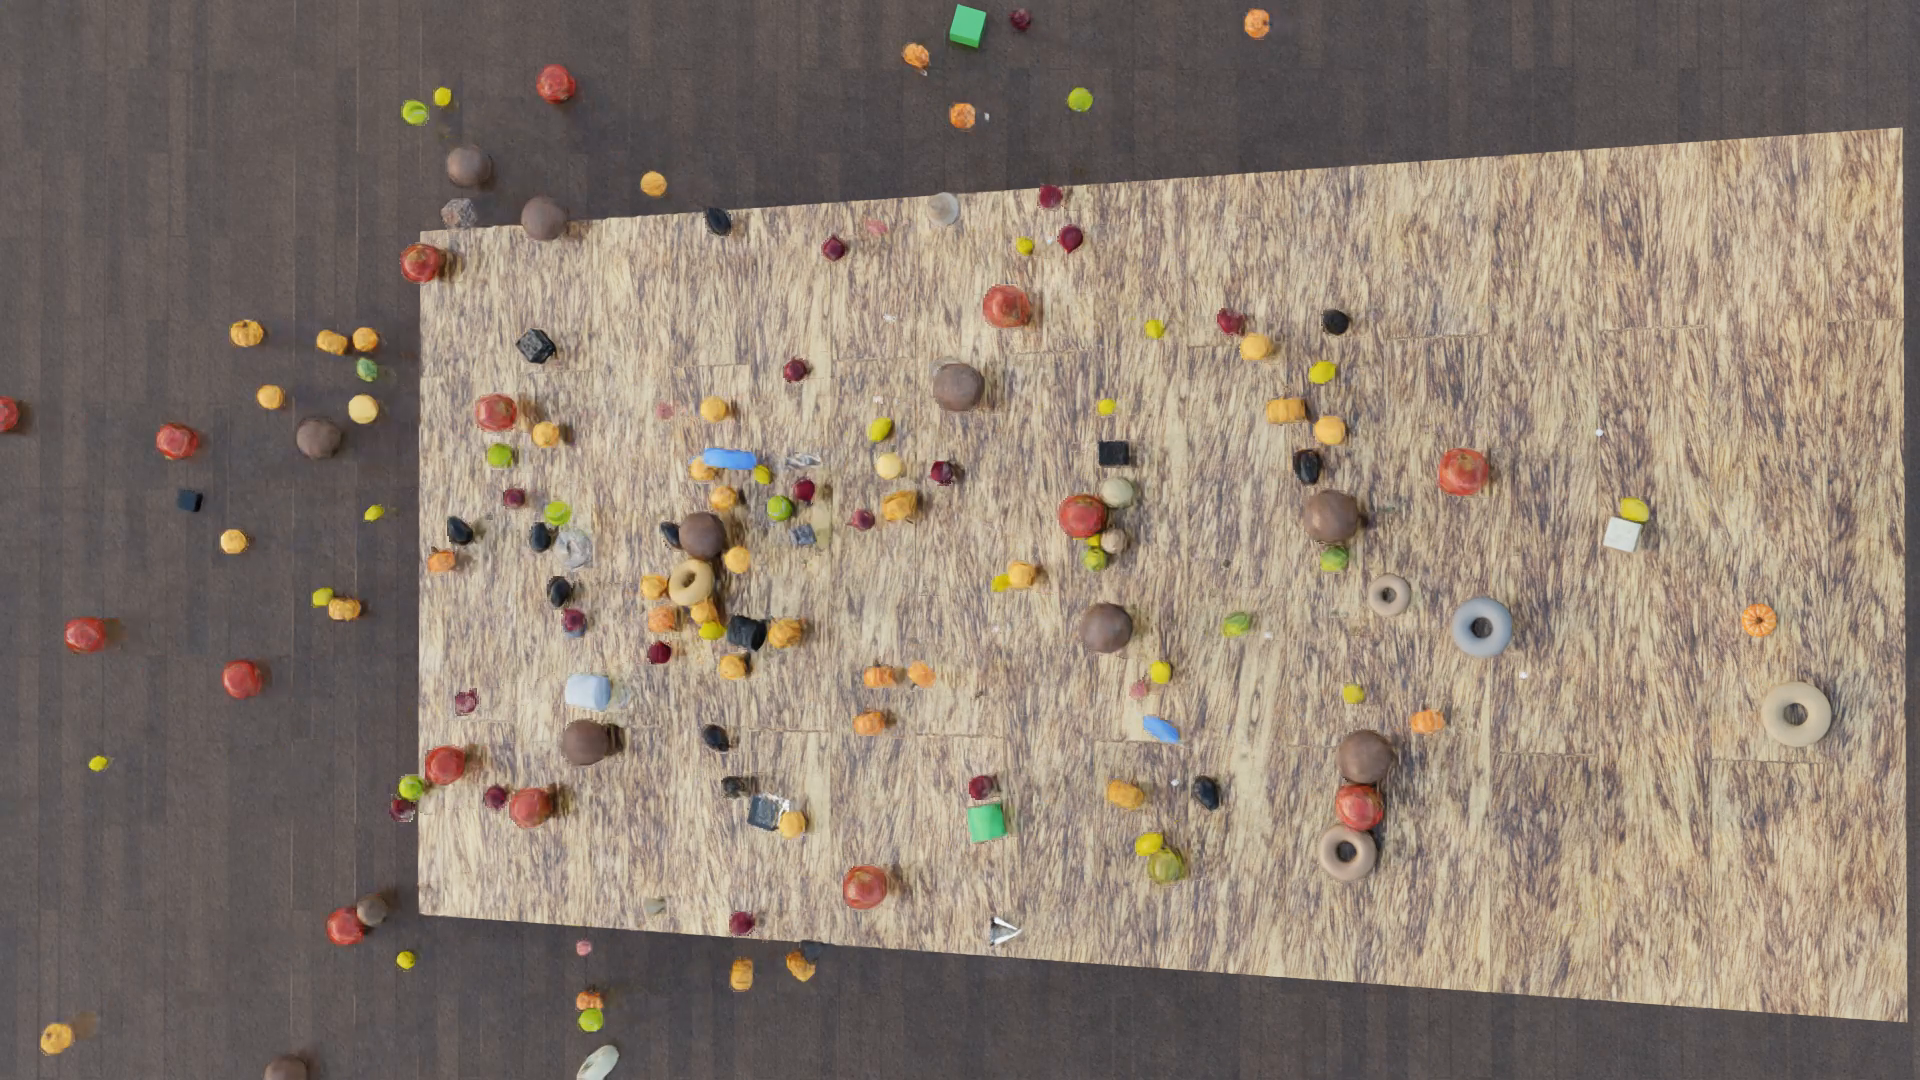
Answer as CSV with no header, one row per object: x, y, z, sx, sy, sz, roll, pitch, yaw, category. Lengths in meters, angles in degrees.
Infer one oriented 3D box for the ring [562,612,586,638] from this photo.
-1.092,0.239,6.225,0.077,0.026,0.077,0,91,22,ring

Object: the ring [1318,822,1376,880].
0.944,0.760,5.364,0.144,0.048,0.144,-1,88,22,ring

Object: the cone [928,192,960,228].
-0.061,-0.874,5.775,0.094,0.094,0.094,0,89,22,cone

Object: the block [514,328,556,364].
-1.208,-0.552,6.260,0.068,0.068,0.068,-44,74,16,block

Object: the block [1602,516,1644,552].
1.542,-0.012,5.115,0.068,0.068,0.068,16,96,22,block

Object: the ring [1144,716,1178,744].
0.506,0.476,5.521,0.097,0.097,0.032,34,79,0,ring

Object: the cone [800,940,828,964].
-0.385,1.097,5.922,0.069,0.069,0.069,-18,89,2,cone

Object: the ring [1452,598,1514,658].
1.246,0.209,5.246,0.146,0.049,0.146,0,90,22,ring

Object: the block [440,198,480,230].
-1.455,-0.947,6.397,0.065,0.065,0.065,6,47,30,block

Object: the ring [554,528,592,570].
-1.094,0.025,6.222,0.118,0.039,0.118,0,89,21,ring

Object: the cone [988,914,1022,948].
0.119,1.016,5.707,0.088,0.088,0.088,2,89,-4,cone

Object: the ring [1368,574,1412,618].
1.043,0.134,5.338,0.106,0.035,0.106,-2,87,26,ring

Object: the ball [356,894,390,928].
-1.718,1.084,6.440,0.097,0.097,0.097,0,89,0,ball

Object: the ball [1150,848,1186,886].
0.520,0.820,5.515,0.091,0.091,0.091,0,89,0,ball

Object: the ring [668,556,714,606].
-0.738,0.112,6.040,0.150,0.150,0.050,-51,132,-1,ring

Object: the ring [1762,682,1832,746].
1.892,0.394,4.975,0.149,0.050,0.149,-1,88,24,ring

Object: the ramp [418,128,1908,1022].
0.283,0.086,5.726,4.000,0.100,2.000,0,89,22,ramp

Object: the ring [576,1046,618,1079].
-1.062,1.542,6.445,0.146,0.146,0.049,-42,102,0,ring

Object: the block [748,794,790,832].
-0.518,0.736,5.953,0.077,0.077,0.077,15,95,22,block

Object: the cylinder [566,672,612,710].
-1.042,0.423,6.166,0.093,0.093,0.093,6,89,22,cylinder

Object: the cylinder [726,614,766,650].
-0.581,0.252,5.984,0.080,0.080,0.080,16,89,22,cylinder

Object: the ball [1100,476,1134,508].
0.400,-0.122,5.580,0.084,0.084,0.084,0,89,0,ball

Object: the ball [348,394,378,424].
-1.760,-0.386,6.485,0.087,0.087,0.087,0,89,0,ball

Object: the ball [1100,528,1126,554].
0.390,0.001,5.591,0.067,0.067,0.067,0,89,0,ball

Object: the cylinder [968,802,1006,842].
0.070,0.731,5.704,0.086,0.086,0.086,-12,84,0,cylinder

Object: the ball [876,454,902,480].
-0.187,-0.194,5.794,0.070,0.070,0.070,0,89,0,ball

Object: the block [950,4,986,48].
0.024,-1.522,6.513,0.087,0.087,0.087,16,89,0,block

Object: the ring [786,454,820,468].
-0.419,-0.211,5.904,0.093,0.093,0.031,-1,83,0,ring

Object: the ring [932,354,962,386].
-0.034,-0.446,5.791,0.083,0.028,0.083,0,92,12,ring

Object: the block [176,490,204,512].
-2.282,-0.115,6.513,0.053,0.053,0.053,13,89,0,block

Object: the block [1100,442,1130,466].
0.393,-0.219,5.597,0.060,0.060,0.060,0,90,22,block
